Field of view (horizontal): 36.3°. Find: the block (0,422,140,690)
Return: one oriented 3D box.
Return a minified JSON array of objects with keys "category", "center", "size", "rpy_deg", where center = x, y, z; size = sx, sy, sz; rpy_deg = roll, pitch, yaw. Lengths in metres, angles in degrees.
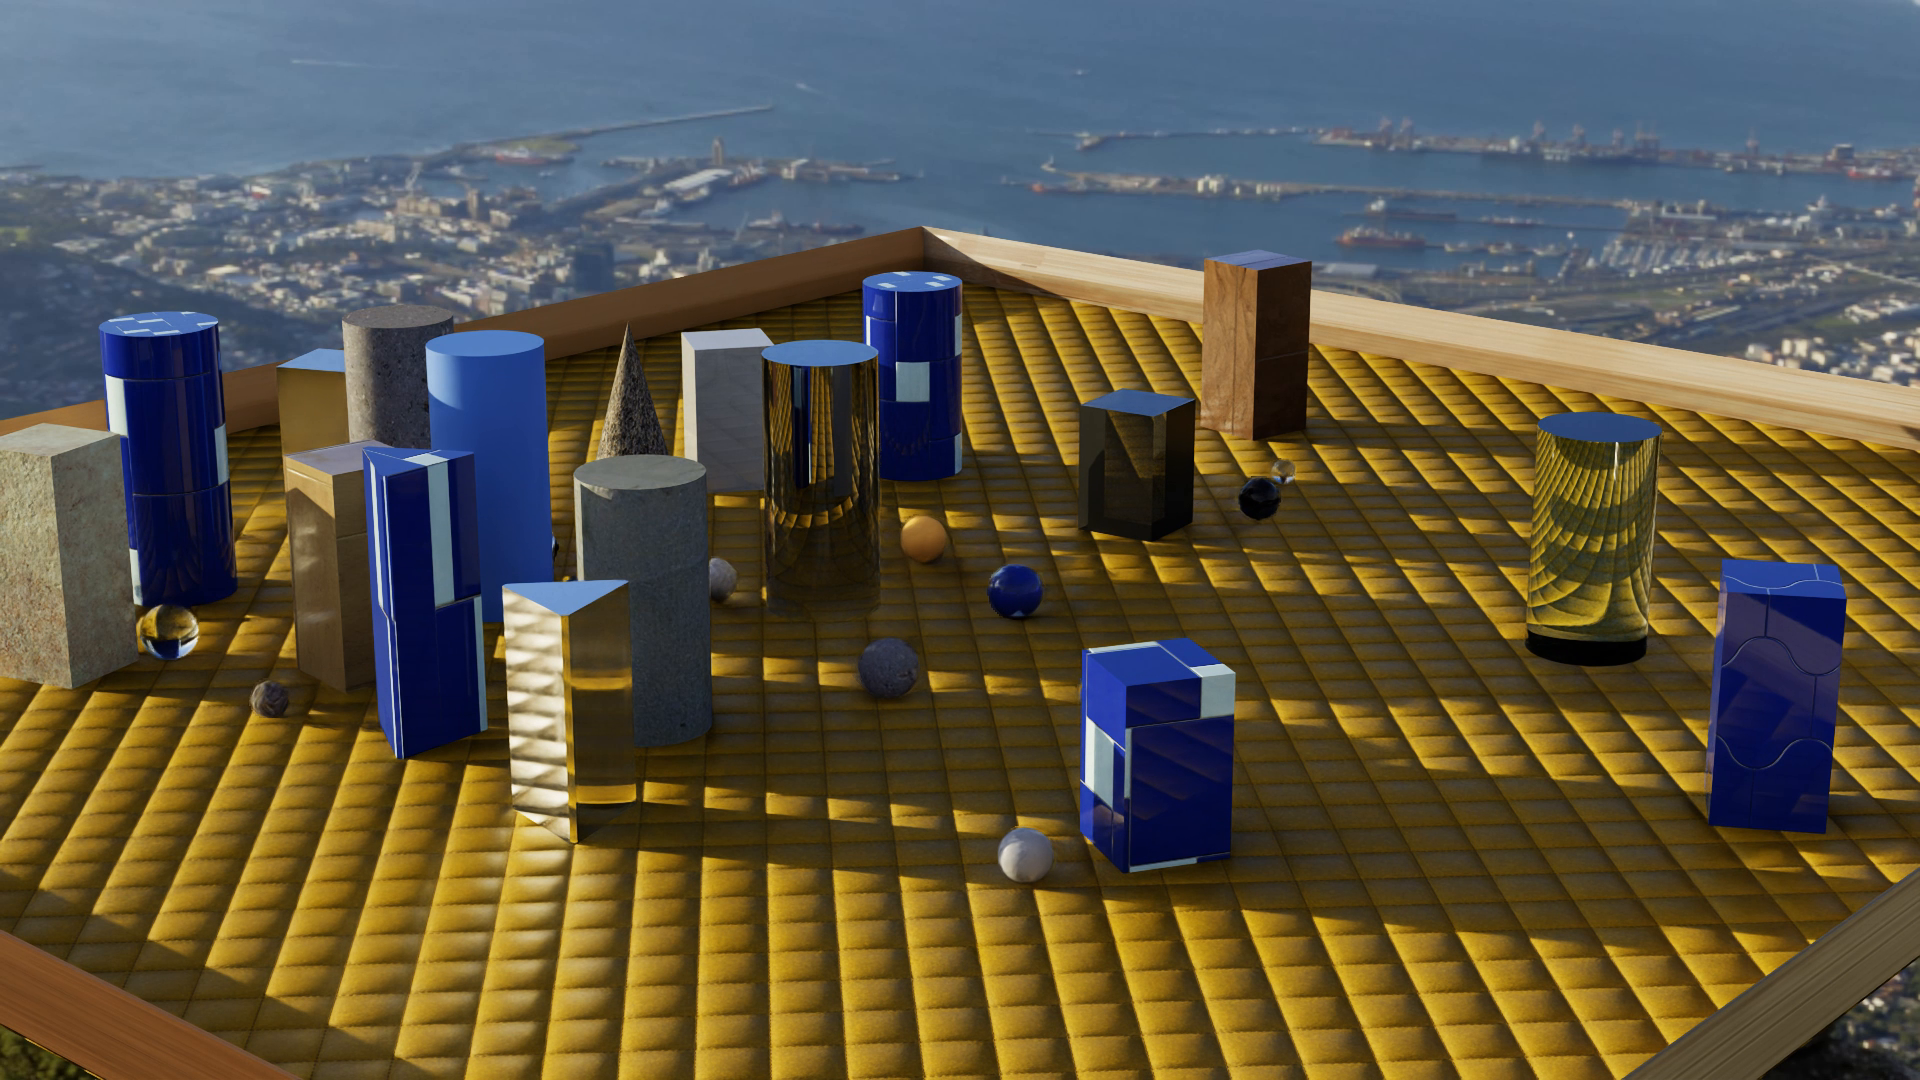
[{"category":"block","center":[-1.450,0.024,4.710],"size":[0.158,0.383,0.158],"rpy_deg":[8,18,24]}]

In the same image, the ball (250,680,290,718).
[{"category":"ball","center":[-1.067,0.246,4.536],"size":[0.058,0.058,0.058],"rpy_deg":[0,17,0]}]

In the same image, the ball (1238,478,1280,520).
[{"category":"ball","center":[0.569,-0.078,5.577],"size":[0.078,0.078,0.078],"rpy_deg":[0,17,0]}]

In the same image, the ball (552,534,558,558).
[{"category":"ball","center":[-0.763,0.013,5.269],"size":[0.081,0.081,0.081],"rpy_deg":[0,17,0]}]

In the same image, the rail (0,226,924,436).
[{"category":"rail","center":[-1.415,-0.322,6.296],"size":[0.045,0.129,4.066],"rpy_deg":[14,22,39]}]

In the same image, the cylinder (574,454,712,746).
[{"category":"cylinder","center":[-0.480,0.090,4.454],"size":[0.198,0.403,0.198],"rpy_deg":[0,17,0]}]

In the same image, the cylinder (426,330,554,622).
[{"category":"cylinder","center":[-0.802,-0.110,5.015],"size":[0.198,0.464,0.198],"rpy_deg":[0,17,0]}]

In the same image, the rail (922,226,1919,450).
[{"category":"rail","center":[1.317,-0.405,6.572],"size":[3.796,0.129,0.045],"rpy_deg":[14,22,39]}]

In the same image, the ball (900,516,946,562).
[{"category":"ball","center":[-0.066,-0.001,5.310],"size":[0.085,0.085,0.085],"rpy_deg":[0,17,0]}]

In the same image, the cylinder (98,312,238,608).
[{"category":"cylinder","center":[-1.372,-0.141,5.088],"size":[0.198,0.480,0.198],"rpy_deg":[0,17,0]}]

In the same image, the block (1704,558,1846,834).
[{"category":"block","center":[1.146,0.218,4.131],"size":[0.158,0.345,0.158],"rpy_deg":[3,17,11]}]

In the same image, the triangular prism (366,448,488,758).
[{"category":"triangular prism","center":[-0.836,0.084,4.415],"size":[0.148,0.438,0.171],"rpy_deg":[14,22,38]}]

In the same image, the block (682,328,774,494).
[{"category":"block","center":[-0.456,-0.256,5.802],"size":[0.158,0.289,0.158],"rpy_deg":[-4,17,-14]}]

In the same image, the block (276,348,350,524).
[{"category":"block","center":[-1.175,-0.192,5.559],"size":[0.158,0.306,0.158],"rpy_deg":[5,18,17]}]

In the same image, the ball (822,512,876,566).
[{"category":"ball","center":[-0.199,-0.001,5.286],"size":[0.099,0.099,0.099],"rpy_deg":[0,17,0]}]

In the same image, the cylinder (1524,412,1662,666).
[{"category":"cylinder","center":[1.037,-0.003,4.811],"size":[0.198,0.377,0.198],"rpy_deg":[0,17,0]}]

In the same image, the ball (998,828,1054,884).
[{"category":"ball","center":[0.088,0.422,3.923],"size":[0.075,0.075,0.075],"rpy_deg":[0,17,0]}]

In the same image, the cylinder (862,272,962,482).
[{"category":"cylinder","center":[-0.095,-0.330,5.881],"size":[0.198,0.385,0.198],"rpy_deg":[0,17,0]}]

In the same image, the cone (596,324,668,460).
[{"category":"cone","center":[-0.624,-0.231,5.568],"size":[0.198,0.376,0.198],"rpy_deg":[0,17,0]}]

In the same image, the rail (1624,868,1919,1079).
[{"category":"rail","center":[1.415,0.387,3.943],"size":[0.045,0.129,4.066],"rpy_deg":[14,22,39]}]

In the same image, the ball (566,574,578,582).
[{"category":"ball","center":[-0.663,0.084,5.094],"size":[0.047,0.047,0.047],"rpy_deg":[0,17,0]}]

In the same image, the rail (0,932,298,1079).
[{"category":"rail","center":[-1.317,0.470,3.667],"size":[3.796,0.129,0.045],"rpy_deg":[14,22,39]}]

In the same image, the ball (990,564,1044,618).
[{"category":"ball","center":[0.096,0.087,5.003],"size":[0.093,0.093,0.093],"rpy_deg":[0,17,0]}]

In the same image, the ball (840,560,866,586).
[{"category":"ball","center":[-0.190,0.058,5.182],"size":[0.045,0.045,0.045],"rpy_deg":[0,17,0]}]

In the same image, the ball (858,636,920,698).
[{"category":"ball","center":[-0.111,0.201,4.621],"size":[0.096,0.096,0.096],"rpy_deg":[0,17,0]}]

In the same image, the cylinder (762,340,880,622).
[{"category":"cylinder","center":[-0.237,-0.102,5.017],"size":[0.198,0.447,0.198],"rpy_deg":[0,17,0]}]

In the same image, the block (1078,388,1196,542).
[{"category":"block","center":[0.332,-0.142,5.509],"size":[0.158,0.240,0.158],"rpy_deg":[11,20,32]}]

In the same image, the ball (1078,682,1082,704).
[{"category":"ball","center":[0.210,0.238,4.567],"size":[0.056,0.056,0.056],"rpy_deg":[0,17,0]}]

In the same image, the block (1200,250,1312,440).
[{"category":"block","center":[0.625,-0.414,6.197],"size":[0.158,0.363,0.158],"rpy_deg":[-13,21,-37]}]

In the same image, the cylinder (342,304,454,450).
[{"category":"cylinder","center":[-1.017,-0.199,5.366],"size":[0.198,0.430,0.198],"rpy_deg":[0,17,0]}]

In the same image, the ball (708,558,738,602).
[{"category":"ball","center":[-0.423,0.070,5.092],"size":[0.075,0.075,0.075],"rpy_deg":[0,17,0]}]

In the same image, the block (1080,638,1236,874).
[{"category":"block","center":[0.269,0.293,4.017],"size":[0.158,0.268,0.158],"rpy_deg":[-6,18,-19]}]

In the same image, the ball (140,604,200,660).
[{"category":"ball","center":[-1.292,0.150,4.795],"size":[0.093,0.093,0.093],"rpy_deg":[0,17,0]}]

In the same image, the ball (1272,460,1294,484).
[{"category":"ball","center":[0.641,-0.134,5.820],"size":[0.046,0.046,0.046],"rpy_deg":[0,17,0]}]

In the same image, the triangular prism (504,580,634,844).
[{"category":"triangular prism","center":[-0.526,0.229,4.117],"size":[0.148,0.333,0.171],"rpy_deg":[-12,21,-35]}]

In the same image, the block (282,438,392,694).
[{"category":"block","center":[-0.964,0.040,4.700],"size":[0.158,0.359,0.158],"rpy_deg":[-14,22,-38]}]
